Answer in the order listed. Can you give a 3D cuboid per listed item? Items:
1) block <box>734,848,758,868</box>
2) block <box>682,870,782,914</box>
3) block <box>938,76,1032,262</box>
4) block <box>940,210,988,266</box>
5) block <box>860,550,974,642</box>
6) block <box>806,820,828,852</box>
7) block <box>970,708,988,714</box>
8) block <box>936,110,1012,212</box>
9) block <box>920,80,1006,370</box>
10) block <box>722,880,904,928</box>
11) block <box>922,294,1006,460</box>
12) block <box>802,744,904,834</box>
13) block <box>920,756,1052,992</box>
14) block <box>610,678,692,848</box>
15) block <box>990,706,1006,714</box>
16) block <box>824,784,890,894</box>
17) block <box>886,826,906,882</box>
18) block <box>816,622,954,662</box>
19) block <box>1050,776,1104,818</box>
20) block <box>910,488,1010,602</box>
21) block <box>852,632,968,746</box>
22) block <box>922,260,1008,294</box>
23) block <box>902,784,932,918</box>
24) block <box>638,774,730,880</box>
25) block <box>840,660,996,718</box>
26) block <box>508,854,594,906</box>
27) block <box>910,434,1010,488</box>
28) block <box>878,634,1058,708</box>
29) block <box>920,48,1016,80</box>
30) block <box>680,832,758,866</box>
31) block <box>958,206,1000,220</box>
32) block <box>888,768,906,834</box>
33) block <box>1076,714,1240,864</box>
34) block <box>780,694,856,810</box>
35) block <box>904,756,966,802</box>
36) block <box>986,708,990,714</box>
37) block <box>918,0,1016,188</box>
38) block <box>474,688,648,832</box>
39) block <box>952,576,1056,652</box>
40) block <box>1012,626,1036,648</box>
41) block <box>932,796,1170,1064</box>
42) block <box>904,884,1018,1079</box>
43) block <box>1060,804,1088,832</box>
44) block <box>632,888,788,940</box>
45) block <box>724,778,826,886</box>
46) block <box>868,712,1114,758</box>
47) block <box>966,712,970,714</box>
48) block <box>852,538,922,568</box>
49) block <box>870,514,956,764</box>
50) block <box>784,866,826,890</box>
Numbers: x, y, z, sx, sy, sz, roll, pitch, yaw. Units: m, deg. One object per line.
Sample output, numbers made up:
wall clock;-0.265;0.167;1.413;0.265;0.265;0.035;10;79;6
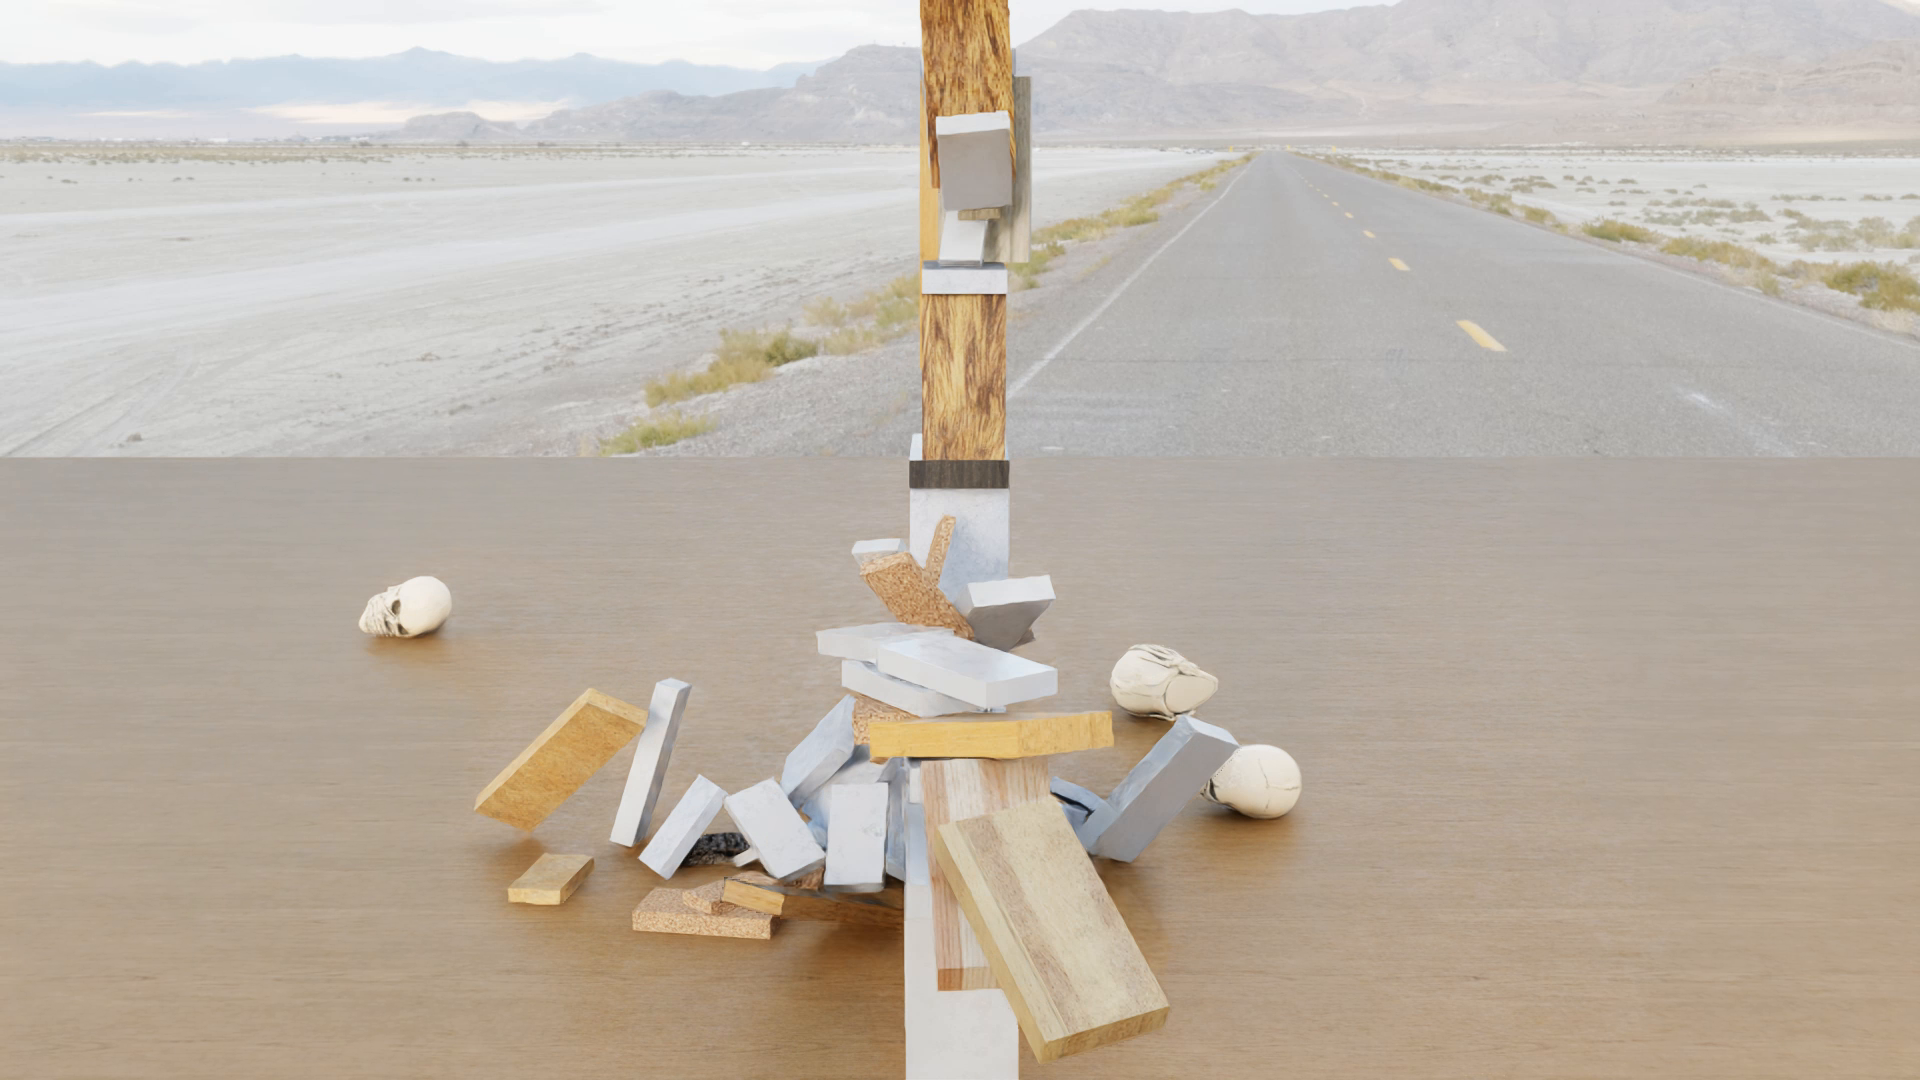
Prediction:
block;-0.324;0.523;3.752;0.072;0.021;0.145;-18;-10;-36
block;-0.368;0.569;3.552;0.072;0.021;0.145;10;15;44
block;0.044;-0.642;3.816;0.158;0.317;0.045;1;6;6
block;0.009;-0.530;3.755;0.071;0.141;0.020;2;-29;10
block;-0.067;0.100;3.455;0.084;0.203;0.024;-17;41;28
block;-0.111;0.538;3.773;0.342;0.020;0.071;8;27;17
block;0.014;0.236;3.444;0.079;0.022;0.158;4;20;12
block;0.024;-0.610;3.556;0.115;0.033;0.230;-6;-23;0
block;0.006;-0.572;3.999;0.158;0.519;0.045;0;8;1
block;-0.220;0.564;3.403;0.111;0.031;0.333;8;-7;33
block;0.006;-0.279;3.728;0.141;0.283;0.040;0;10;1
block;-0.172;0.401;3.779;0.113;0.226;0.032;34;4;42
block;0.040;0.392;2.623;0.155;0.044;0.310;-2;44;-4
block;-0.547;0.392;3.894;0.041;0.286;0.143;17;0;2
block;-0.005;0.295;3.456;0.153;0.043;0.307;0;10;0
block;-0.163;0.474;3.504;0.092;0.026;0.184;-3;51;7
block;-0.101;0.532;3.704;0.161;0.023;0.081;24;32;25
block;-0.112;0.149;3.228;0.122;0.034;0.243;-6;3;-23
block;0.249;0.481;3.895;0.189;0.027;0.094;36;-13;-35
block;-0.001;0.070;3.822;0.170;0.340;0.048;0;10;0
block;-0.066;0.213;3.247;0.153;0.043;0.465;-3;11;2
block;0.006;-0.454;3.789;0.141;0.040;0.283;0;10;-1
block;0.007;0.390;2.789;0.155;0.044;0.310;-1;16;-2
block;-0.475;0.493;3.780;0.025;0.177;0.089;42;-12;-29
block;-0.057;0.201;3.079;0.122;0.034;0.243;-6;10;-29
block;-0.687;0.571;3.705;0.089;0.025;0.177;2;11;9
block;-0.001;-0.142;3.899;0.170;0.048;0.340;0;10;0
block;0.008;0.176;2.996;0.121;0.034;0.243;-8;15;-37
block;0.011;-0.834;3.857;0.158;0.045;0.317;0;10;-2
block;-0.406;0.541;3.865;0.177;0.025;0.089;-2;11;-10
block;0.029;-0.581;3.729;0.071;0.020;0.141;-4;32;0
block;-0.050;0.471;3.816;0.265;0.115;0.033;15;-1;5
block;0.335;0.426;3.742;0.143;0.286;0.041;22;24;-50
block;-0.245;0.373;3.798;0.033;0.230;0.115;27;45;-17
block;0.005;0.302;2.970;0.155;0.044;0.401;-1;2;-3
block;0.002;0.243;3.541;0.095;0.027;0.189;0;11;2
block;0.009;-0.824;3.635;0.146;0.492;0.041;-6;32;-3
block;-0.702;0.390;3.850;0.113;0.406;0.032;27;42;-27
block;0.024;0.158;3.632;0.143;0.041;0.352;-6;-24;-24
block;0.007;0.182;3.770;0.239;0.026;0.092;-17;-21;3
block;0.100;0.439;2.507;0.153;0.043;0.307;-11;48;-22
block;0.003;0.589;2.859;0.147;0.294;0.042;0;18;0
block;0.125;0.499;3.783;0.189;0.094;0.027;9;10;-32
block;-0.399;0.599;3.533;0.226;0.032;0.113;2;11;10
block;-0.308;0.486;3.668;0.092;0.026;0.184;-22;53;-24
block;0.036;0.249;2.812;0.153;0.043;0.307;-3;-3;-38
block;-0.016;0.326;3.254;0.079;0.022;0.264;-5;50;-5
block;-0.095;0.064;3.472;0.084;0.168;0.024;-5;46;31
block;-0.077;0.164;3.665;0.021;0.426;0.072;18;-18;-7
block;-0.269;0.565;3.741;0.081;0.023;0.161;1;11;4
